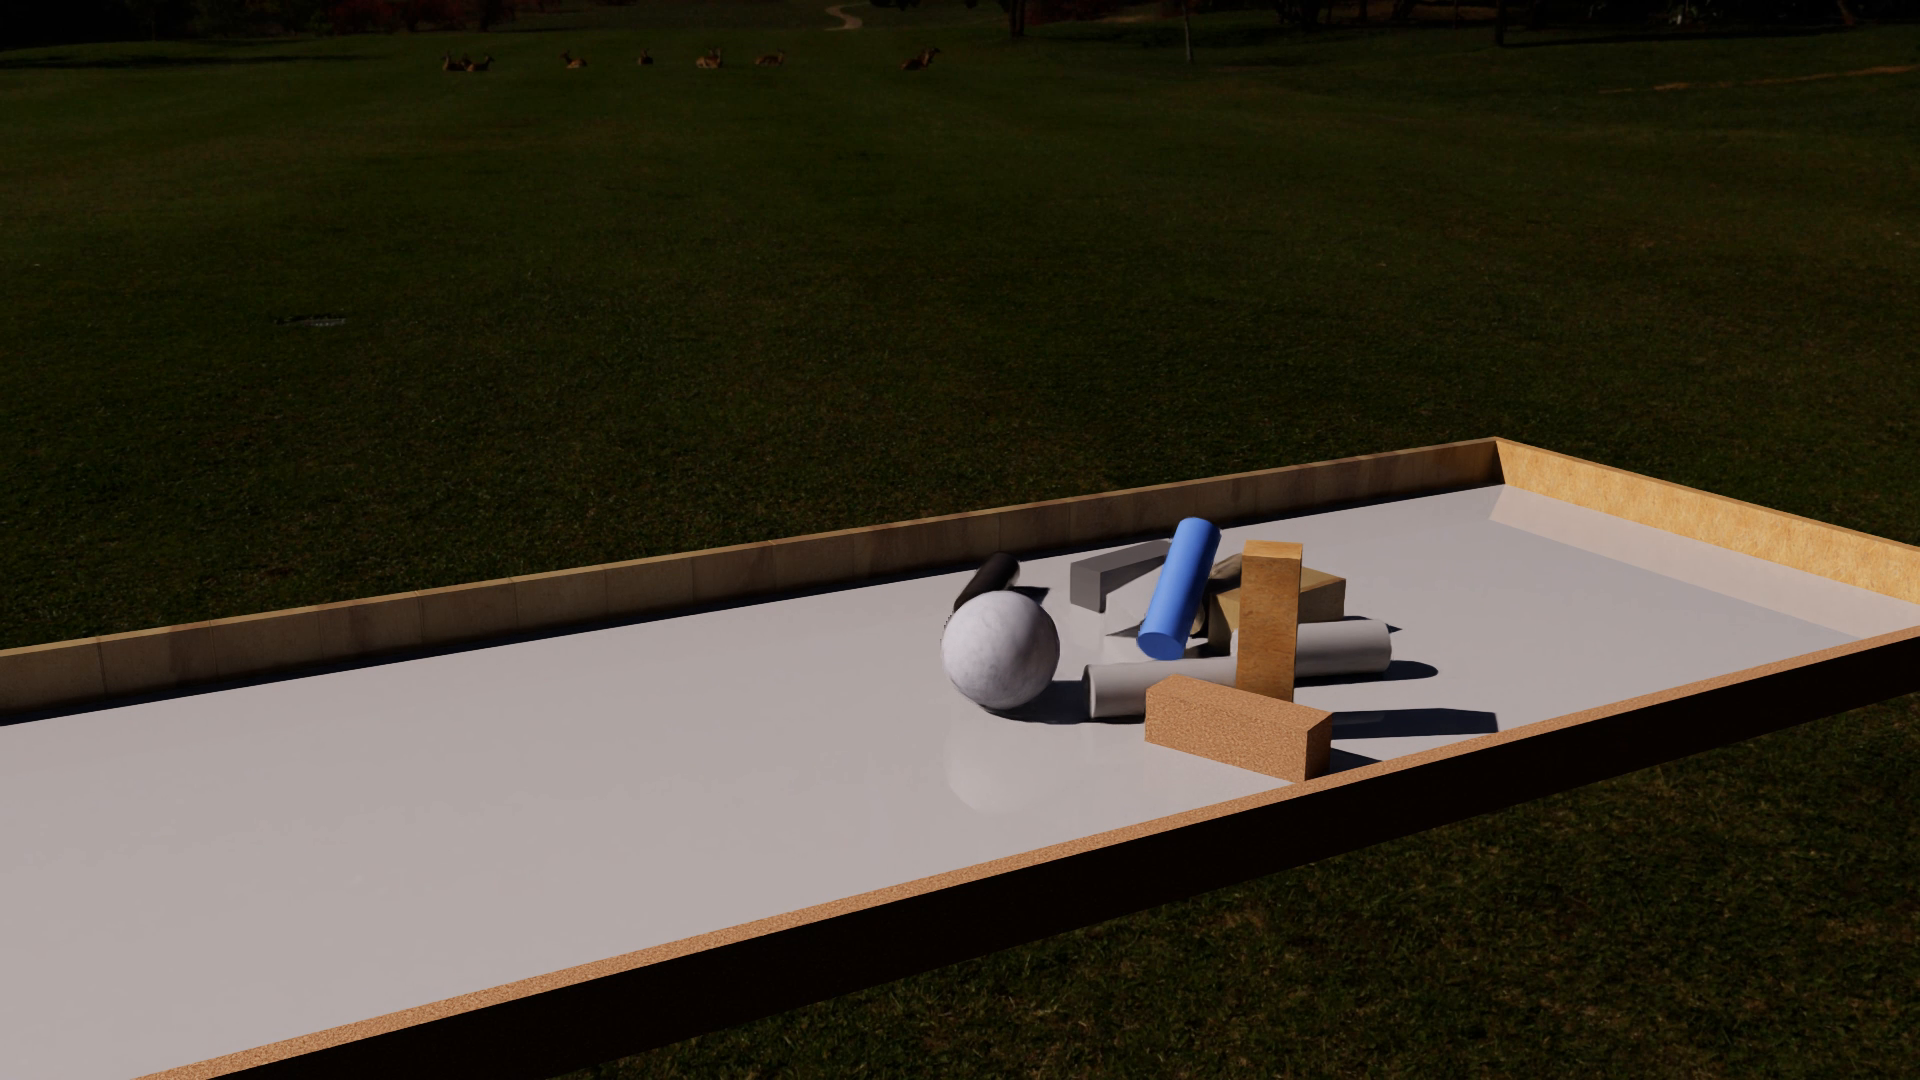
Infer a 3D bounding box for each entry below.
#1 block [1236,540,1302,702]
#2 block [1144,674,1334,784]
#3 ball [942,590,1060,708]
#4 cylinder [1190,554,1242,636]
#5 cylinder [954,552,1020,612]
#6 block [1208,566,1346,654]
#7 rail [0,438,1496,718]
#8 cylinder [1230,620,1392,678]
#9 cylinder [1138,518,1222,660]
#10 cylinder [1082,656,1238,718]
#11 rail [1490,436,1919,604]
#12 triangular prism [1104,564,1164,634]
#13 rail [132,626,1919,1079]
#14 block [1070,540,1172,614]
[{"bbox_3d":[0.708,0.231,3.793,0.128,0.438,0.128,4,17,13],"label":"block"},{"bbox_3d":[0.621,0.420,3.700,0.398,0.127,0.127,12,20,35],"label":"block"},{"bbox_3d":[0.099,0.262,3.962,0.283,0.283,0.283,0,16,0],"label":"ball"},{"bbox_3d":[0.708,0.149,4.606,0.136,0.136,0.388,11,20,33],"label":"cylinder"},{"bbox_3d":[0.080,0.142,4.676,0.110,0.110,0.376,4,17,13],"label":"cylinder"},{"bbox_3d":[0.852,0.194,4.428,0.374,0.150,0.150,-13,21,-37],"label":"block"},{"bbox_3d":[-3.305,0.497,3.399,12.000,0.150,0.050,-9,18,-27],"label":"rail"},{"bbox_3d":[0.885,0.278,4.167,0.375,0.136,0.136,-3,17,-10],"label":"cylinder"},{"bbox_3d":[0.582,0.128,4.355,0.121,0.121,0.398,7,51,22],"label":"cylinder"},{"bbox_3d":[0.490,0.350,3.943,0.375,0.125,0.125,-3,17,-9],"label":"cylinder"},{"bbox_3d":[2.466,-0.048,5.253,0.050,0.150,2.100,-9,18,-27],"label":"rail"},{"bbox_3d":[0.544,0.139,4.618,0.119,0.103,0.452,-22,0,37],"label":"triangular prism"},{"bbox_3d":[-2.336,1.006,1.665,12.000,0.150,0.050,-9,18,-27],"label":"rail"},{"bbox_3d":[0.496,0.102,4.796,0.373,0.120,0.120,-14,21,-38],"label":"block"}]
